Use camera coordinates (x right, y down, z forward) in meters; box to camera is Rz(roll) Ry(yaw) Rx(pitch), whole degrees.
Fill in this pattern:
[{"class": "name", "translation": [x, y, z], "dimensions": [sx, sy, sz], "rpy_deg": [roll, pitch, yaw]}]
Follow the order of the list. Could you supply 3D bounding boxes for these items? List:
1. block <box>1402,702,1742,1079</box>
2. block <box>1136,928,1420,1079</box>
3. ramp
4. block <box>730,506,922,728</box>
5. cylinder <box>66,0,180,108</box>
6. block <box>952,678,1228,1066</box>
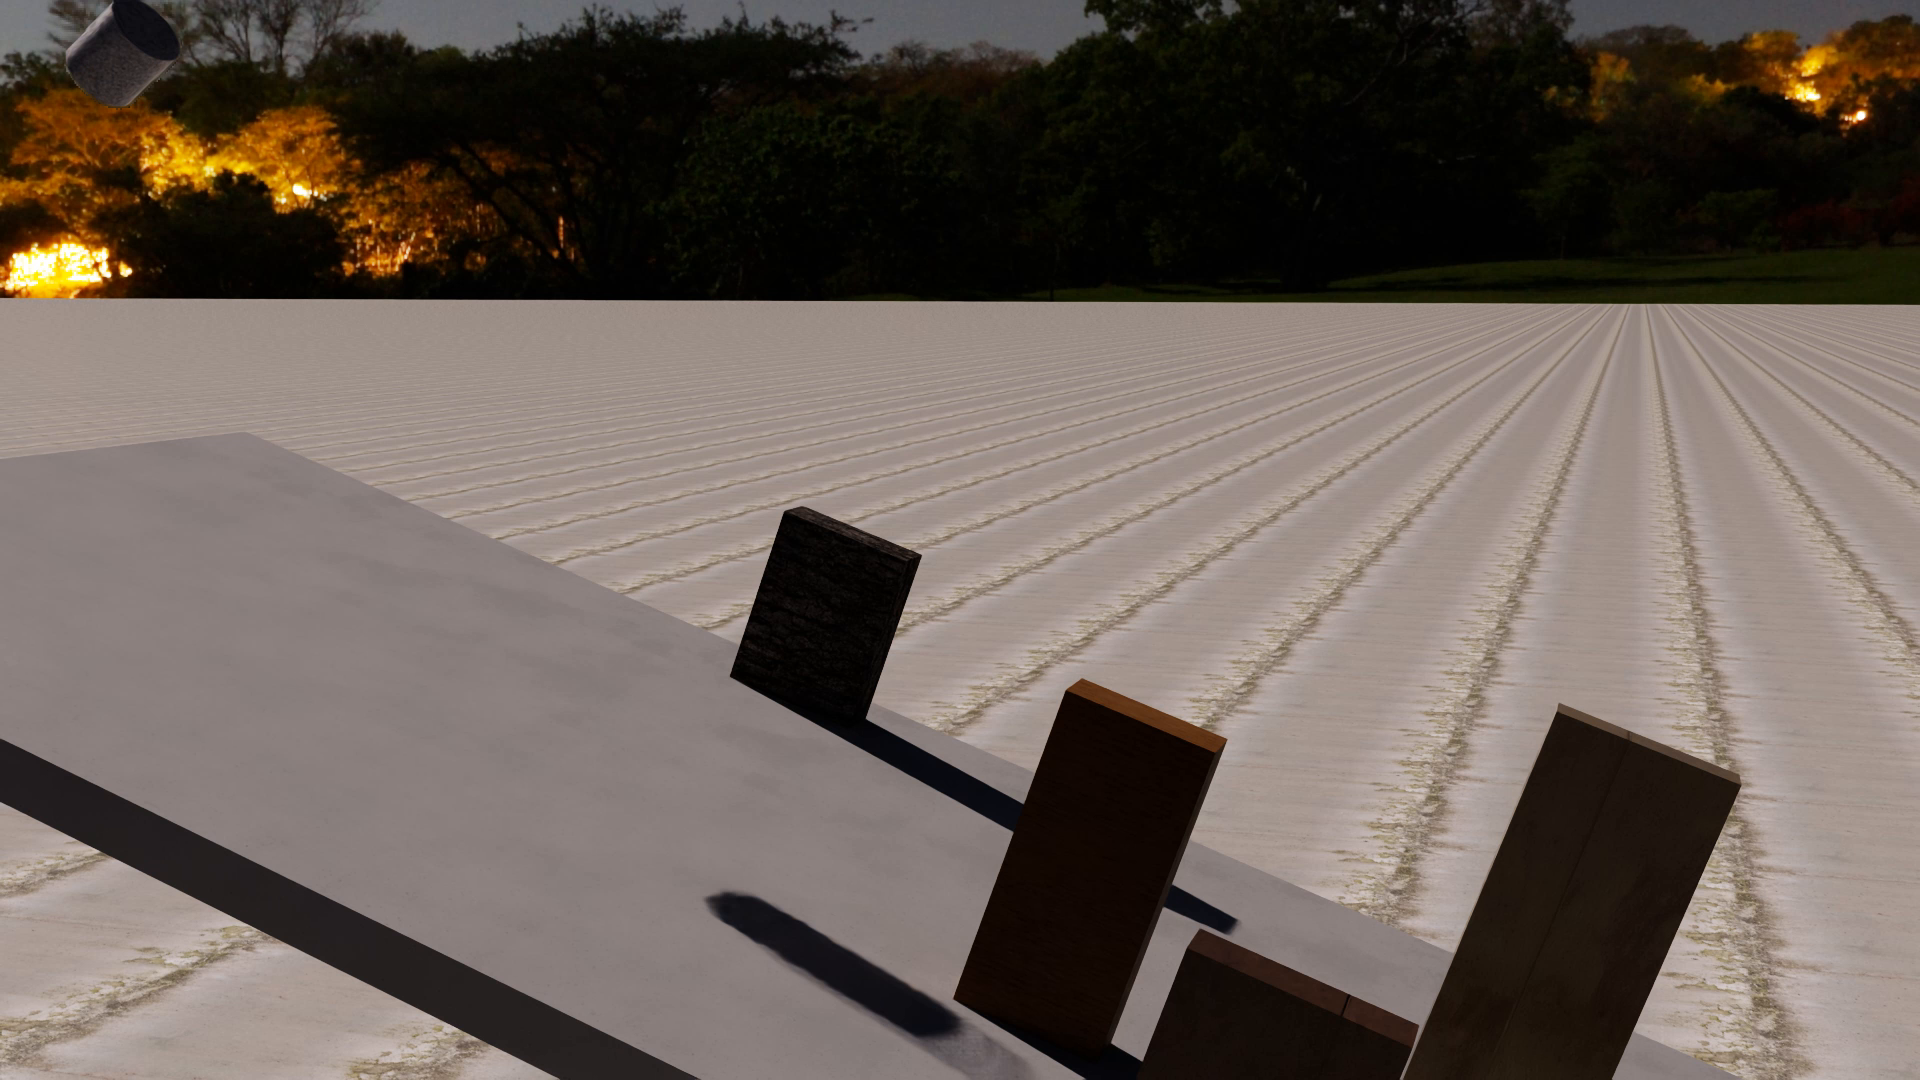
[{"class": "block", "translation": [1.076, 0.709, 3.915], "dimensions": [0.328, 0.768, 0.084], "rpy_deg": [22, 13, 14]}, {"class": "block", "translation": [0.431, 0.835, 3.227], "dimensions": [0.344, 0.409, 0.100], "rpy_deg": [22, 13, 14]}, {"class": "ramp", "translation": [-0.336, 0.618, 4.213], "dimensions": [4.000, 0.100, 2.000], "rpy_deg": [22, 13, 14]}, {"class": "block", "translation": [-0.306, 0.173, 5.000], "dimensions": [0.306, 0.409, 0.115], "rpy_deg": [22, 13, 14]}, {"class": "cylinder", "translation": [-1.741, -1.014, 4.574], "dimensions": [0.160, 0.160, 0.160], "rpy_deg": [-34, -8, 23]}, {"class": "block", "translation": [0.217, 0.557, 3.710], "dimensions": [0.266, 0.580, 0.112], "rpy_deg": [22, 13, 14]}]
